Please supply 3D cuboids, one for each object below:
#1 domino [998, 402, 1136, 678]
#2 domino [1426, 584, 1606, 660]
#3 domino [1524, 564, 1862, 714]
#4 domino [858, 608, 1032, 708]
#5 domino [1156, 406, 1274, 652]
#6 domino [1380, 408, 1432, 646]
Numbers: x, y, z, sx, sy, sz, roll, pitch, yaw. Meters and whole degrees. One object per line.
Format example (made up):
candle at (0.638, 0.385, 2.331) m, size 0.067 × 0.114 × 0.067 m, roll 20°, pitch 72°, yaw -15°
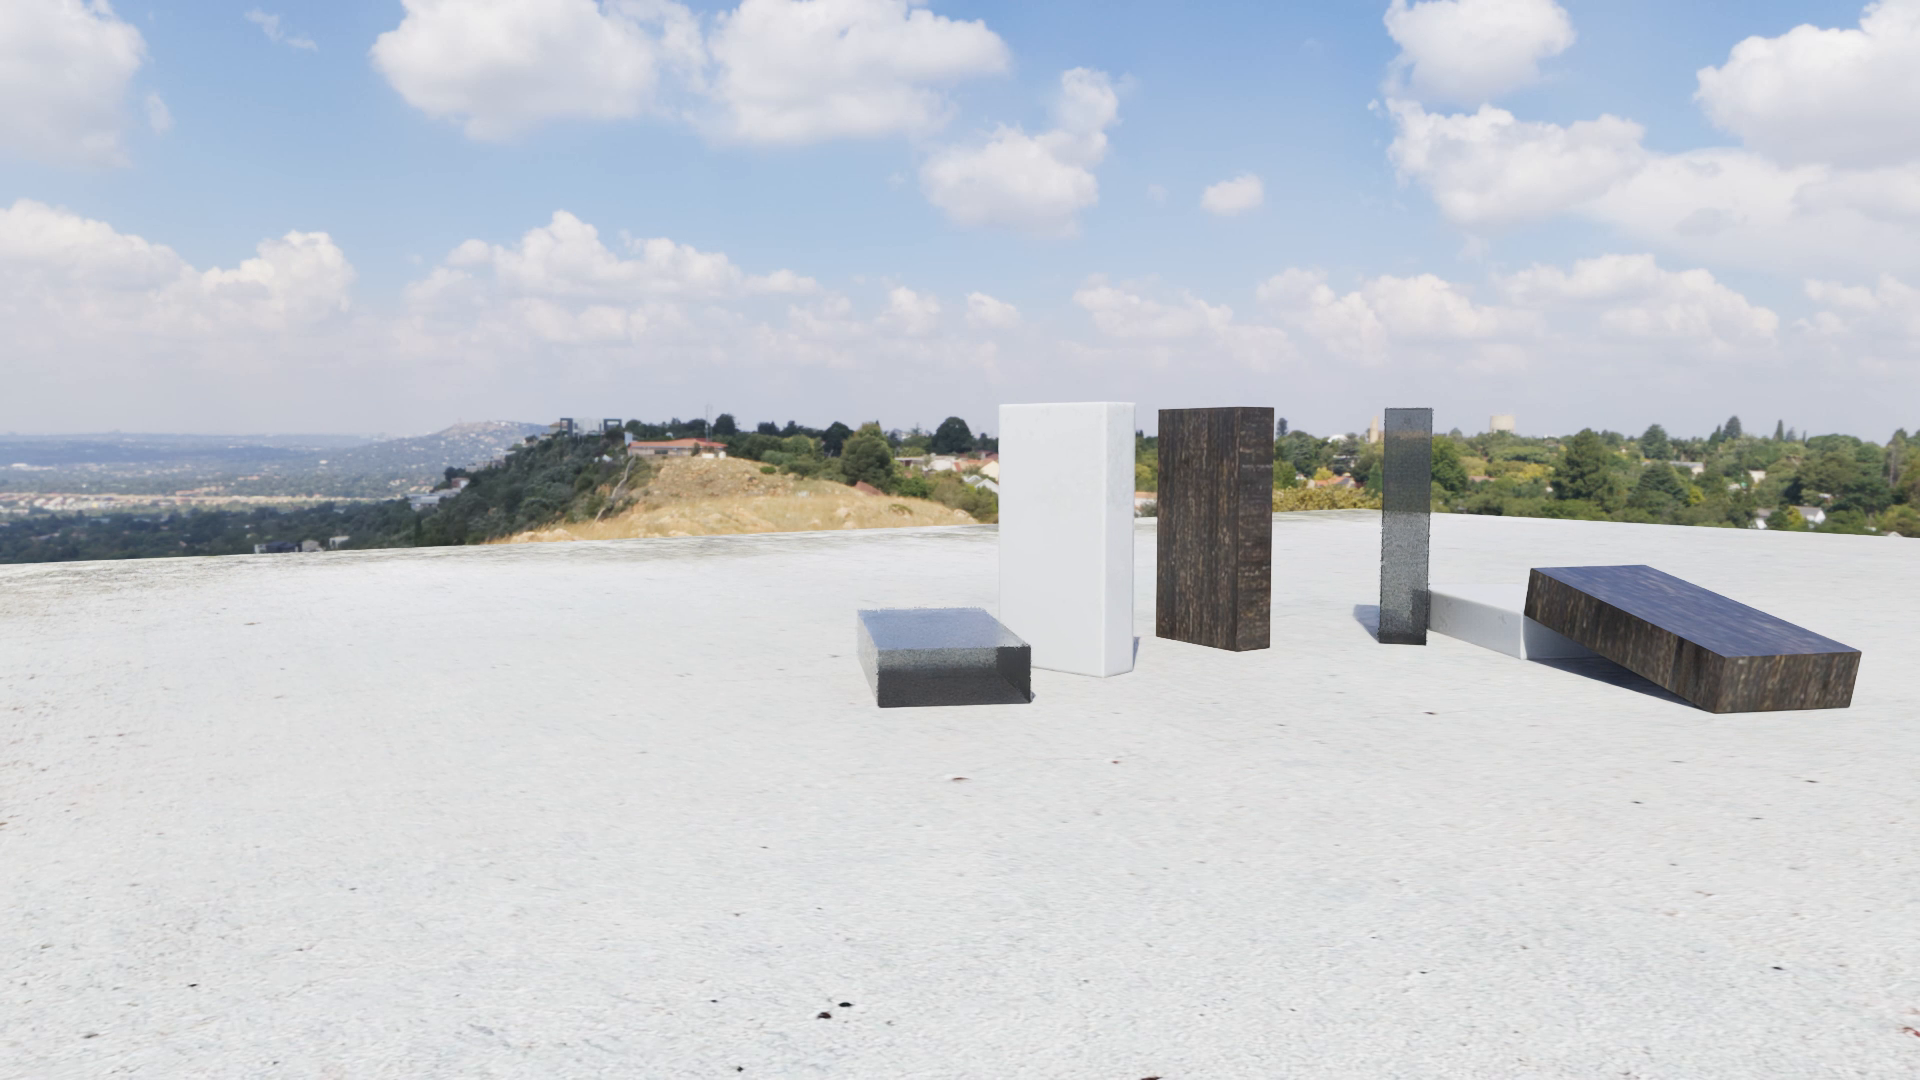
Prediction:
domino at (0.020, -0.001, 0.243) m, size 0.025 × 0.050 × 0.010 m, roll 4°, pitch 6°, yaw 42°
domino at (0.121, 0.017, 0.279) m, size 0.025 × 0.010 × 0.050 m, roll 0°, pitch 4°, yaw -5°
domino at (0.127, 0.016, 0.227) m, size 0.025 × 0.009 × 0.050 m, roll -1°, pitch 15°, yaw -11°
domino at (-0.004, 0.020, 0.233) m, size 0.025 × 0.009 × 0.050 m, roll -1°, pitch 4°, yaw -8°
domino at (0.054, -0.003, 0.274) m, size 0.010 × 0.050 × 0.025 m, roll -3°, pitch 5°, yaw -32°
domino at (0.098, -0.004, 0.282) m, size 0.009 × 0.050 × 0.025 m, roll 1°, pitch 5°, yaw 19°
